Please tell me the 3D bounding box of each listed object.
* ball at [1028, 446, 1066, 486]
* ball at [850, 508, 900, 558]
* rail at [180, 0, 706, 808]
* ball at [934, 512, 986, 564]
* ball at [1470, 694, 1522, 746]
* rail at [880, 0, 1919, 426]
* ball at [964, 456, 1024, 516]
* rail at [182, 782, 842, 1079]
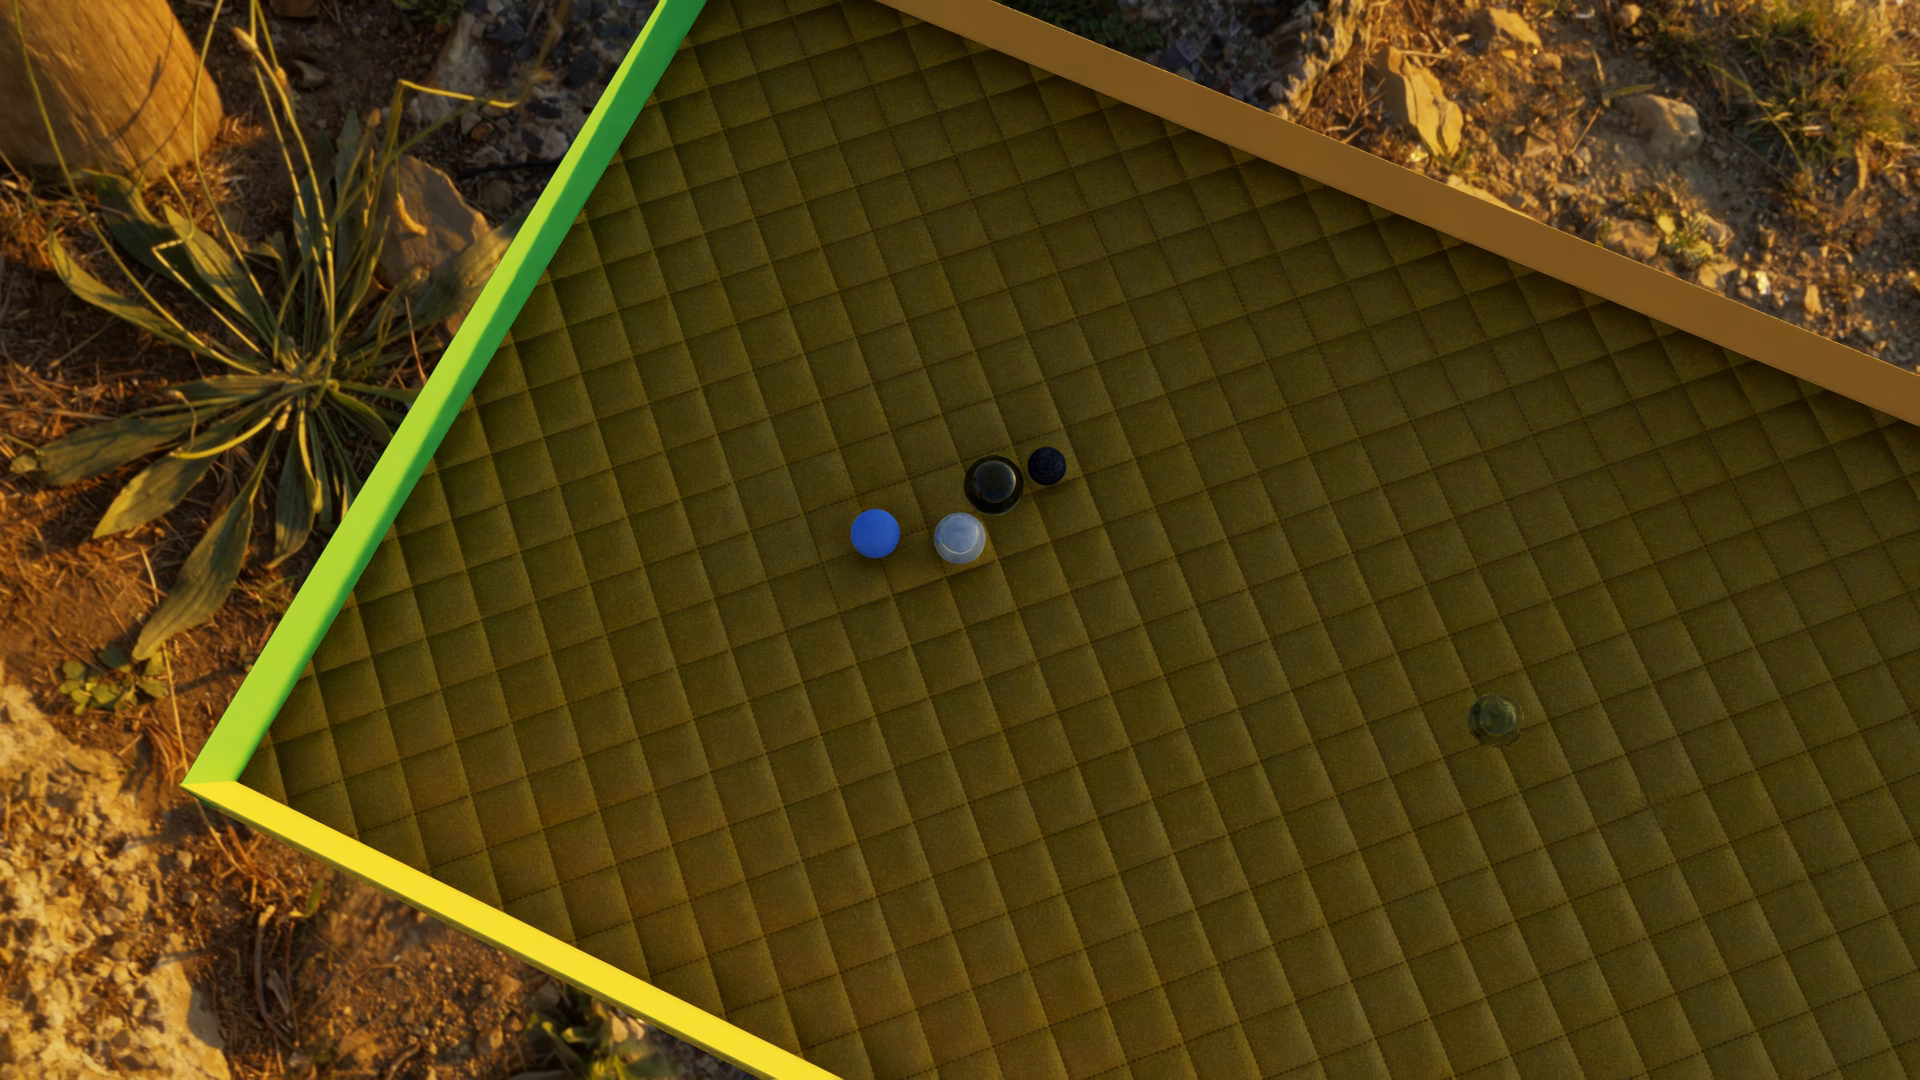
[{"bbox_3d":[0.138,-0.117,3.493,0.062,0.062,0.062,0,70,0],"label":"ball"},{"bbox_3d":[-0.133,-0.010,3.445,0.078,0.078,0.078,0,70,0],"label":"ball"},{"bbox_3d":[-0.750,-0.343,3.541,0.045,0.124,1.730,24,72,9],"label":"rail"},{"bbox_3d":[-0.001,-0.003,3.440,0.082,0.082,0.082,0,70,0],"label":"ball"},{"bbox_3d":[0.814,0.273,3.341,0.077,0.077,0.077,0,70,0],"label":"ball"},{"bbox_3d":[1.133,-0.377,3.554,3.418,0.124,0.045,24,72,9],"label":"rail"},{"bbox_3d":[0.053,-0.086,3.463,0.096,0.096,0.096,0,70,0],"label":"ball"},{"bbox_3d":[0.411,1.049,3.030,3.418,0.124,0.045,24,72,9],"label":"rail"}]
